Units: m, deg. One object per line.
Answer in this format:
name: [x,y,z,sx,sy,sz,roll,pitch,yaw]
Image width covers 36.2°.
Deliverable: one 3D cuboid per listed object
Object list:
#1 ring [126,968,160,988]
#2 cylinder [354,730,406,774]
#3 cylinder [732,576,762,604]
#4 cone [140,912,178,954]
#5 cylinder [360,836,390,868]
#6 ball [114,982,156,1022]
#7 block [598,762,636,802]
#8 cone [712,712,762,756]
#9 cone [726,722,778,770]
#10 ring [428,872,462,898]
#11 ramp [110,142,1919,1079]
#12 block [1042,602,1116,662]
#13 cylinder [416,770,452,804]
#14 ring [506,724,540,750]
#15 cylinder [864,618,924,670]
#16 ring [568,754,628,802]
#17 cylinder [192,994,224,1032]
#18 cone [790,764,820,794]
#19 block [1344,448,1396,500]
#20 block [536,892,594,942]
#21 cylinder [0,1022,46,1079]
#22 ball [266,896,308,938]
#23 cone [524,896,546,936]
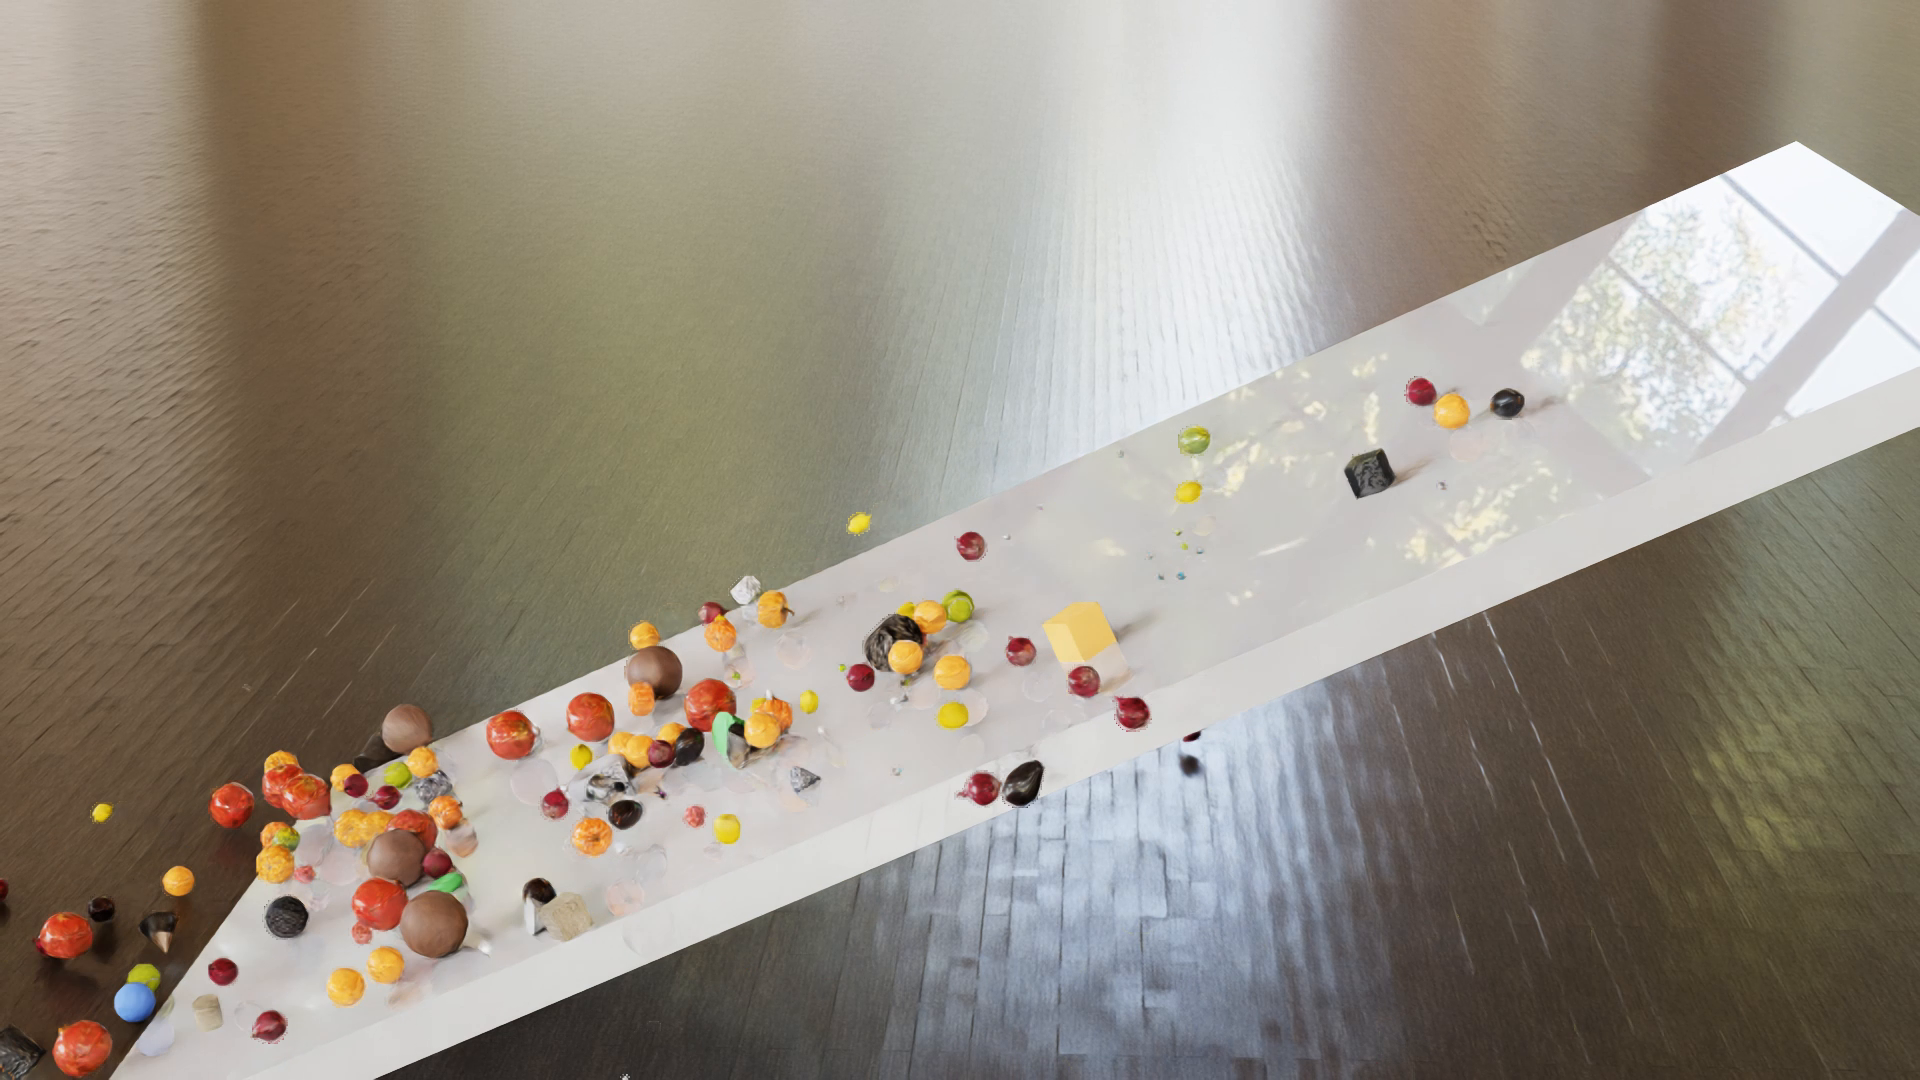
ring: [-1.815,0.982,6.524,0.087,0.029,0.087,-25,14,7]
cylinder: [-1.503,0.563,7.627,0.099,0.099,0.099,7,45,25]
cylinder: [-0.534,0.125,7.352,0.054,0.054,0.054,9,35,29]
cone: [-1.842,0.920,6.791,0.089,0.089,0.089,-7,50,-25]
cylinder: [-1.309,0.699,6.580,0.052,0.052,0.052,1,20,4]
ball: [-1.755,0.983,6.257,0.085,0.085,0.085,0,16,0]
block: [-0.727,0.515,6.191,0.064,0.064,0.064,-27,13,-5]
cone: [-0.454,0.403,6.166,0.094,0.094,0.094,-2,14,-38]
cone: [-0.414,0.419,6.026,0.096,0.096,0.096,-2,14,-35]
ring: [-1.074,0.720,6.132,0.077,0.026,0.077,-24,13,6]
ramp: [0.135,0.169,6.282,4.000,0.100,2.000,-24,13,9]
block: [0.229,0.178,5.659,0.085,0.085,0.085,-33,15,-28]
cylinder: [-1.236,0.580,6.907,0.061,0.061,0.061,12,35,37]
ring: [-1.046,0.472,7.034,0.092,0.031,0.092,-25,14,7]
cylinder: [-0.140,0.218,6.178,0.092,0.092,0.092,8,14,27]
ring: [-0.779,0.512,6.338,0.143,0.048,0.143,-27,15,8]
cylinder: [-1.481,0.931,5.790,0.052,0.052,0.052,-5,25,2]
cone: [-0.292,0.460,5.675,0.055,0.055,0.055,-2,15,-24]
block: [0.810,-0.131,5.814,0.066,0.066,0.066,-18,15,31]
block: [-0.735,0.702,5.478,0.065,0.065,0.065,-33,15,-29]
cylinder: [-1.969,1.069,6.115,0.093,0.093,0.093,41,18,-3]
ball: [-1.452,0.813,6.339,0.090,0.090,0.090,0,16,0]
cone: [-0.781,0.713,5.593,0.074,0.074,0.074,-2,15,-23]
